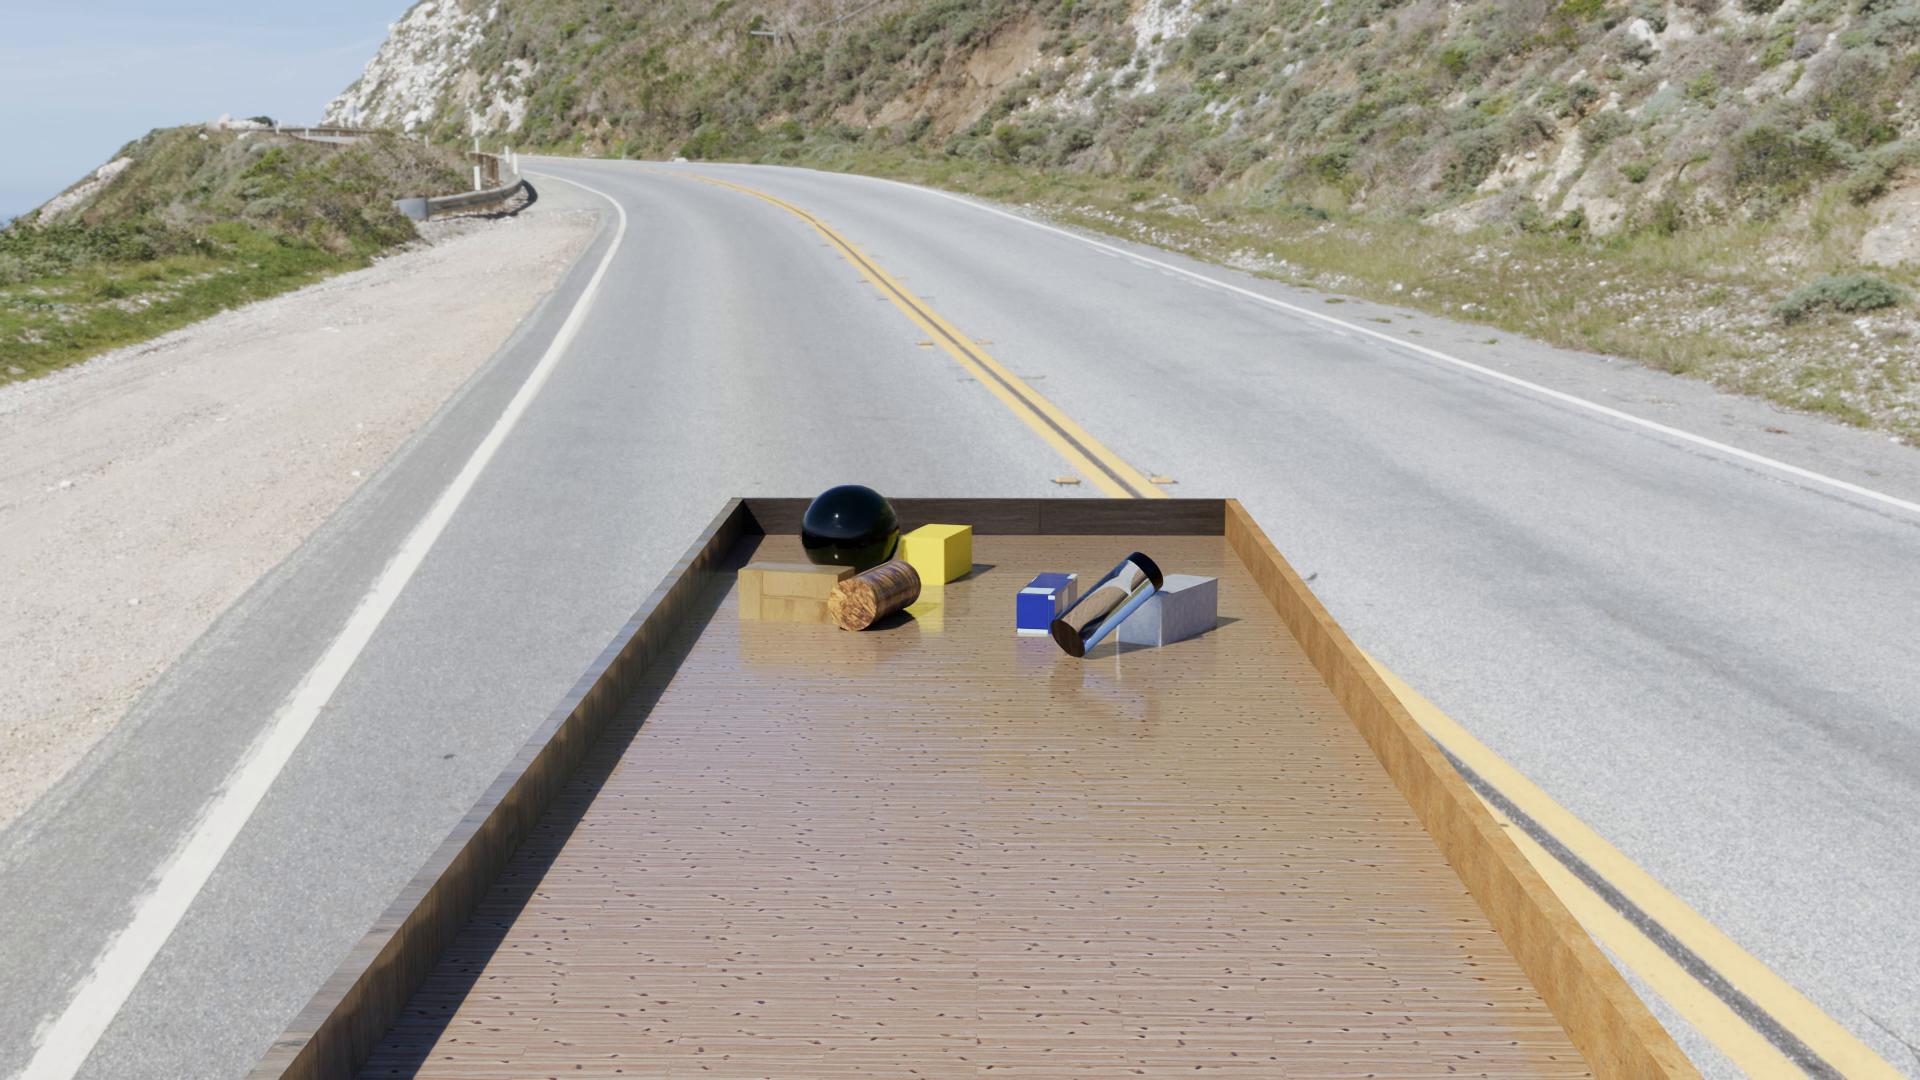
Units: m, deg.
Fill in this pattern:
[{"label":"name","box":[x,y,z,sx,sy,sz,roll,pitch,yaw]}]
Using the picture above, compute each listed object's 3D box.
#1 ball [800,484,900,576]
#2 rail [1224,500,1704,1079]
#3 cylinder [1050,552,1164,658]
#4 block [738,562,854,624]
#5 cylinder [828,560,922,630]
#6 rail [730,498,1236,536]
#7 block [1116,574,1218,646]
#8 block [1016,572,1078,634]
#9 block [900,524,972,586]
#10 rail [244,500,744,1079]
[{"label":"ball","box":[-0.399,-0.025,8.017,0.360,0.360,0.360,0,9,0]},{"label":"rail","box":[1.046,0.843,3.208,0.050,0.150,12.000,0,9,1]},{"label":"cylinder","box":[0.456,0.198,6.800,0.370,0.143,0.143,-39,29,-28]},{"label":"block","box":[-0.546,0.176,7.370,0.353,0.166,0.166,3,9,17]},{"label":"cylinder","box":[-0.281,0.181,7.325,0.169,0.169,0.409,3,10,20]},{"label":"rail","box":[0.099,-0.098,9.147,2.100,0.150,0.050,0,9,1]},{"label":"block","box":[0.671,0.223,7.095,0.159,0.159,0.396,6,11,32]},{"label":"block","box":[0.291,0.208,7.302,0.125,0.125,0.419,2,9,13]},{"label":"block","box":[-0.088,0.052,8.141,0.170,0.170,0.326,3,9,18]},{"label":"rail","box":[-1.004,0.839,3.234,0.050,0.150,12.000,0,9,1]}]
